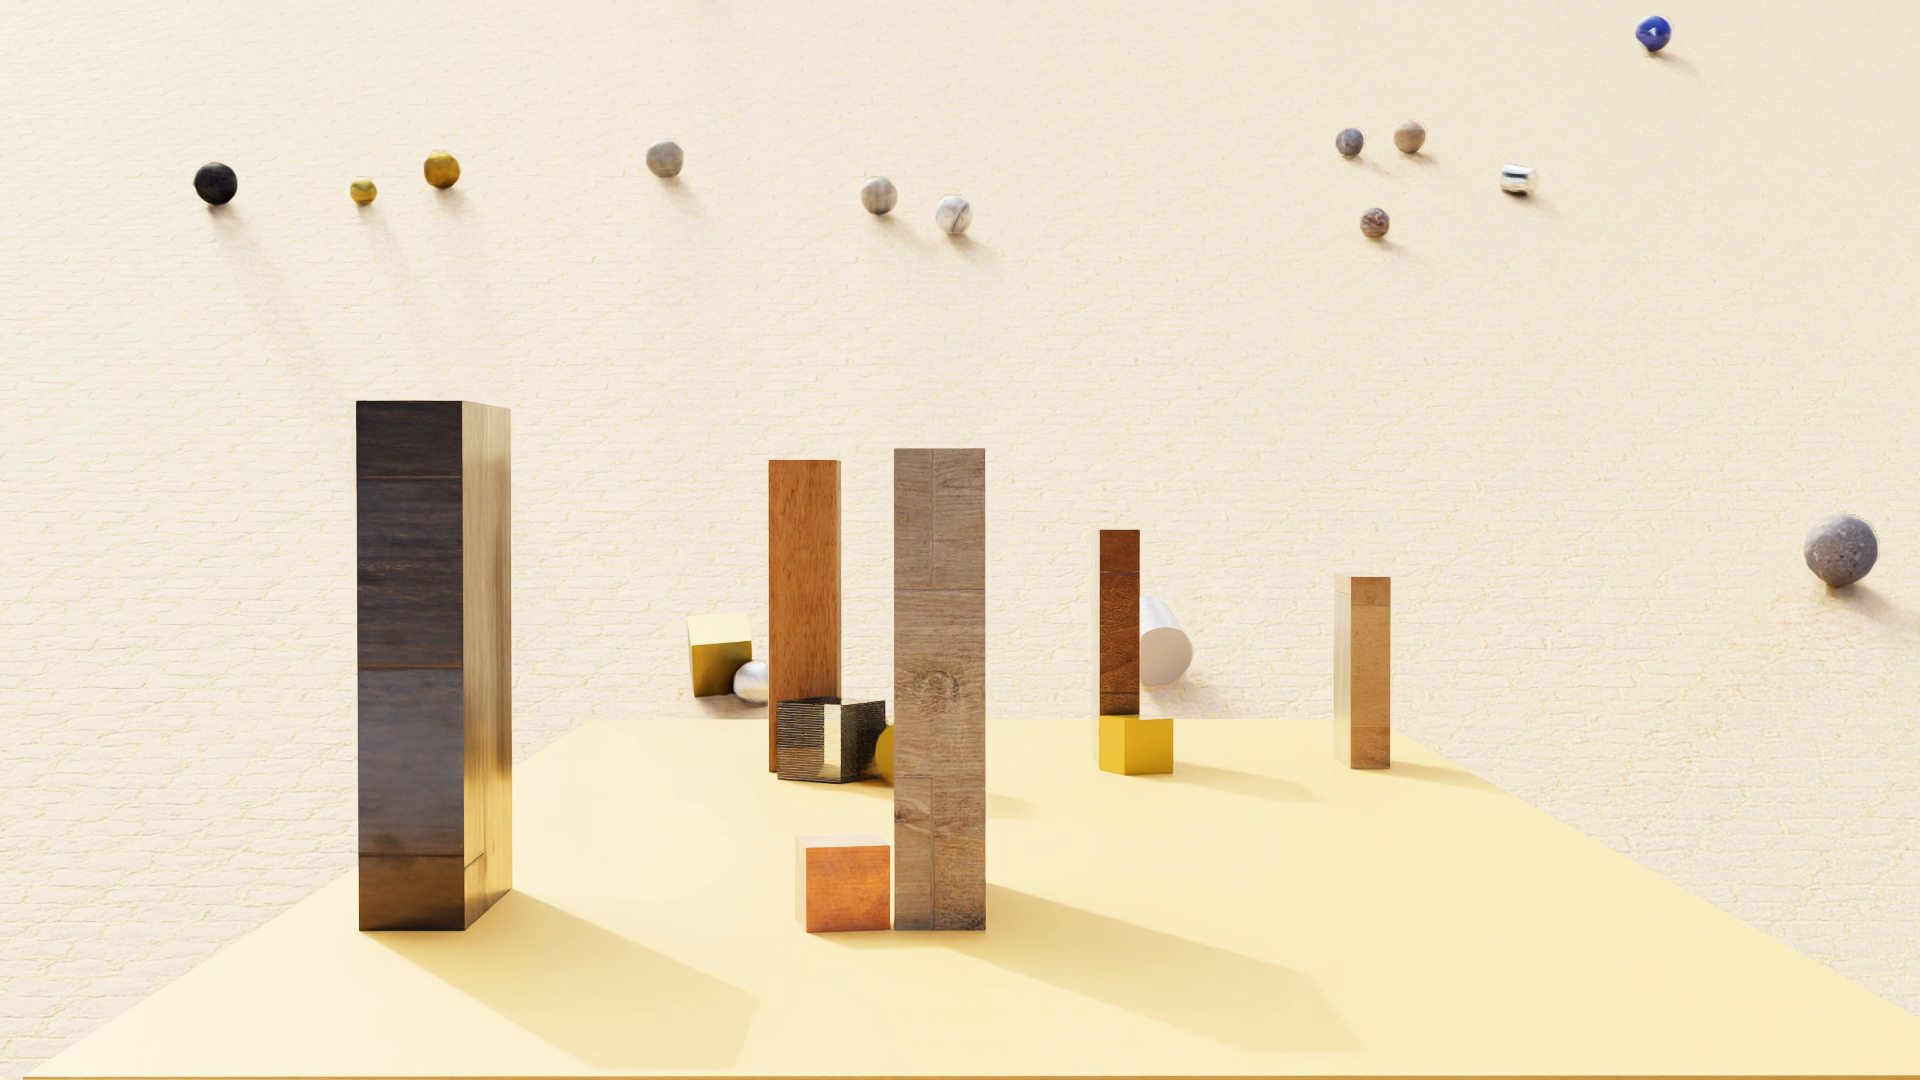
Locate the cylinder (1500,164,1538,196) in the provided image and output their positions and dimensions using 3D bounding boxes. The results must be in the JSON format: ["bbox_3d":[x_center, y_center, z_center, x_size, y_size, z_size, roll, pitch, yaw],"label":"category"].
[{"bbox_3d":[2.263,-1.459,10.456,0.111,0.111,0.111,17,32,33],"label":"cylinder"}]

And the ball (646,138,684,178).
[{"bbox_3d":[-1.214,-1.569,10.623,0.161,0.161,0.161,0,27,0],"label":"ball"}]

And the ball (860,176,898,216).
[{"bbox_3d":[-0.320,-1.363,10.225,0.150,0.150,0.150,0,27,0],"label":"ball"}]

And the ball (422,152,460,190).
[{"bbox_3d":[-2.109,-1.505,10.505,0.152,0.152,0.152,0,27,0],"label":"ball"}]

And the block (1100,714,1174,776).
[{"bbox_3d":[0.366,0.424,5.359,0.114,0.114,0.114,-1,1,-23],"label":"block"}]

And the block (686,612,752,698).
[{"bbox_3d":[-0.641,0.306,6.905,0.159,0.159,0.159,-4,27,-9],"label":"block"}]

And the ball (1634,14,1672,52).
[{"bbox_3d":[3.298,-2.410,12.279,0.173,0.173,0.173,0,27,0],"label":"ball"}]

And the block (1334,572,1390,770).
[{"bbox_3d":[0.859,0.276,5.521,0.084,0.404,0.243,0,1,0],"label":"block"}]

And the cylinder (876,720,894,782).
[{"bbox_3d":[-0.103,0.421,5.163,0.130,0.130,0.130,0,1,0],"label":"cylinder"}]

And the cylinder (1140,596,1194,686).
[{"bbox_3d":[0.517,0.271,6.954,0.179,0.179,0.179,-5,27,-10],"label":"cylinder"}]

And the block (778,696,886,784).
[{"bbox_3d":[-0.260,0.405,5.239,0.158,0.158,0.158,1,1,33],"label":"block"}]

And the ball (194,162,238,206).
[{"bbox_3d":[-2.977,-1.427,10.329,0.172,0.172,0.172,0,27,0],"label":"ball"}]

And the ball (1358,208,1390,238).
[{"bbox_3d":[1.605,-1.227,9.988,0.120,0.120,0.120,0,27,0],"label":"ball"}]

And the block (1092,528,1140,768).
[{"bbox_3d":[0.335,0.226,5.580,0.086,0.503,0.317,0,1,0],"label":"block"}]

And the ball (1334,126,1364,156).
[{"bbox_3d":[1.643,-1.681,10.887,0.122,0.122,0.122,0,27,0],"label":"ball"}]

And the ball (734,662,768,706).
[{"bbox_3d":[-0.538,0.380,6.804,0.119,0.119,0.119,0,27,0],"label":"ball"}]

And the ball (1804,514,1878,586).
[{"bbox_3d":[2.528,0.028,7.408,0.203,0.203,0.203,0,27,0],"label":"ball"}]

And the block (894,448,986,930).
[{"bbox_3d":[-0.027,0.194,3.643,0.122,0.641,0.435,0,1,0],"label":"block"}]

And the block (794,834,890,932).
[{"bbox_3d":[-0.159,0.462,3.479,0.113,0.113,0.113,0,1,-11],"label":"block"}]

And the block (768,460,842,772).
[{"bbox_3d":[-0.326,0.156,5.463,0.141,0.648,0.240,0,1,0],"label":"block"}]

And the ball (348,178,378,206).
[{"bbox_3d":[-2.389,-1.395,10.333,0.111,0.111,0.111,0,27,0],"label":"ball"}]

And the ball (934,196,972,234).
[{"bbox_3d":[-0.025,-1.263,10.026,0.151,0.151,0.151,0,27,0],"label":"ball"}]

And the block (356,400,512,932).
[{"bbox_3d":[-0.729,0.164,3.608,0.141,0.705,0.371,0,1,0],"label":"block"}]

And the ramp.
[{"bbox_3d":[0.061,0.547,4.583,2.000,0.100,4.000,0,1,0],"label":"ramp"}]

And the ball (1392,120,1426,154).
[{"bbox_3d":[1.901,-1.705,10.919,0.138,0.138,0.138,0,27,0],"label":"ball"}]
